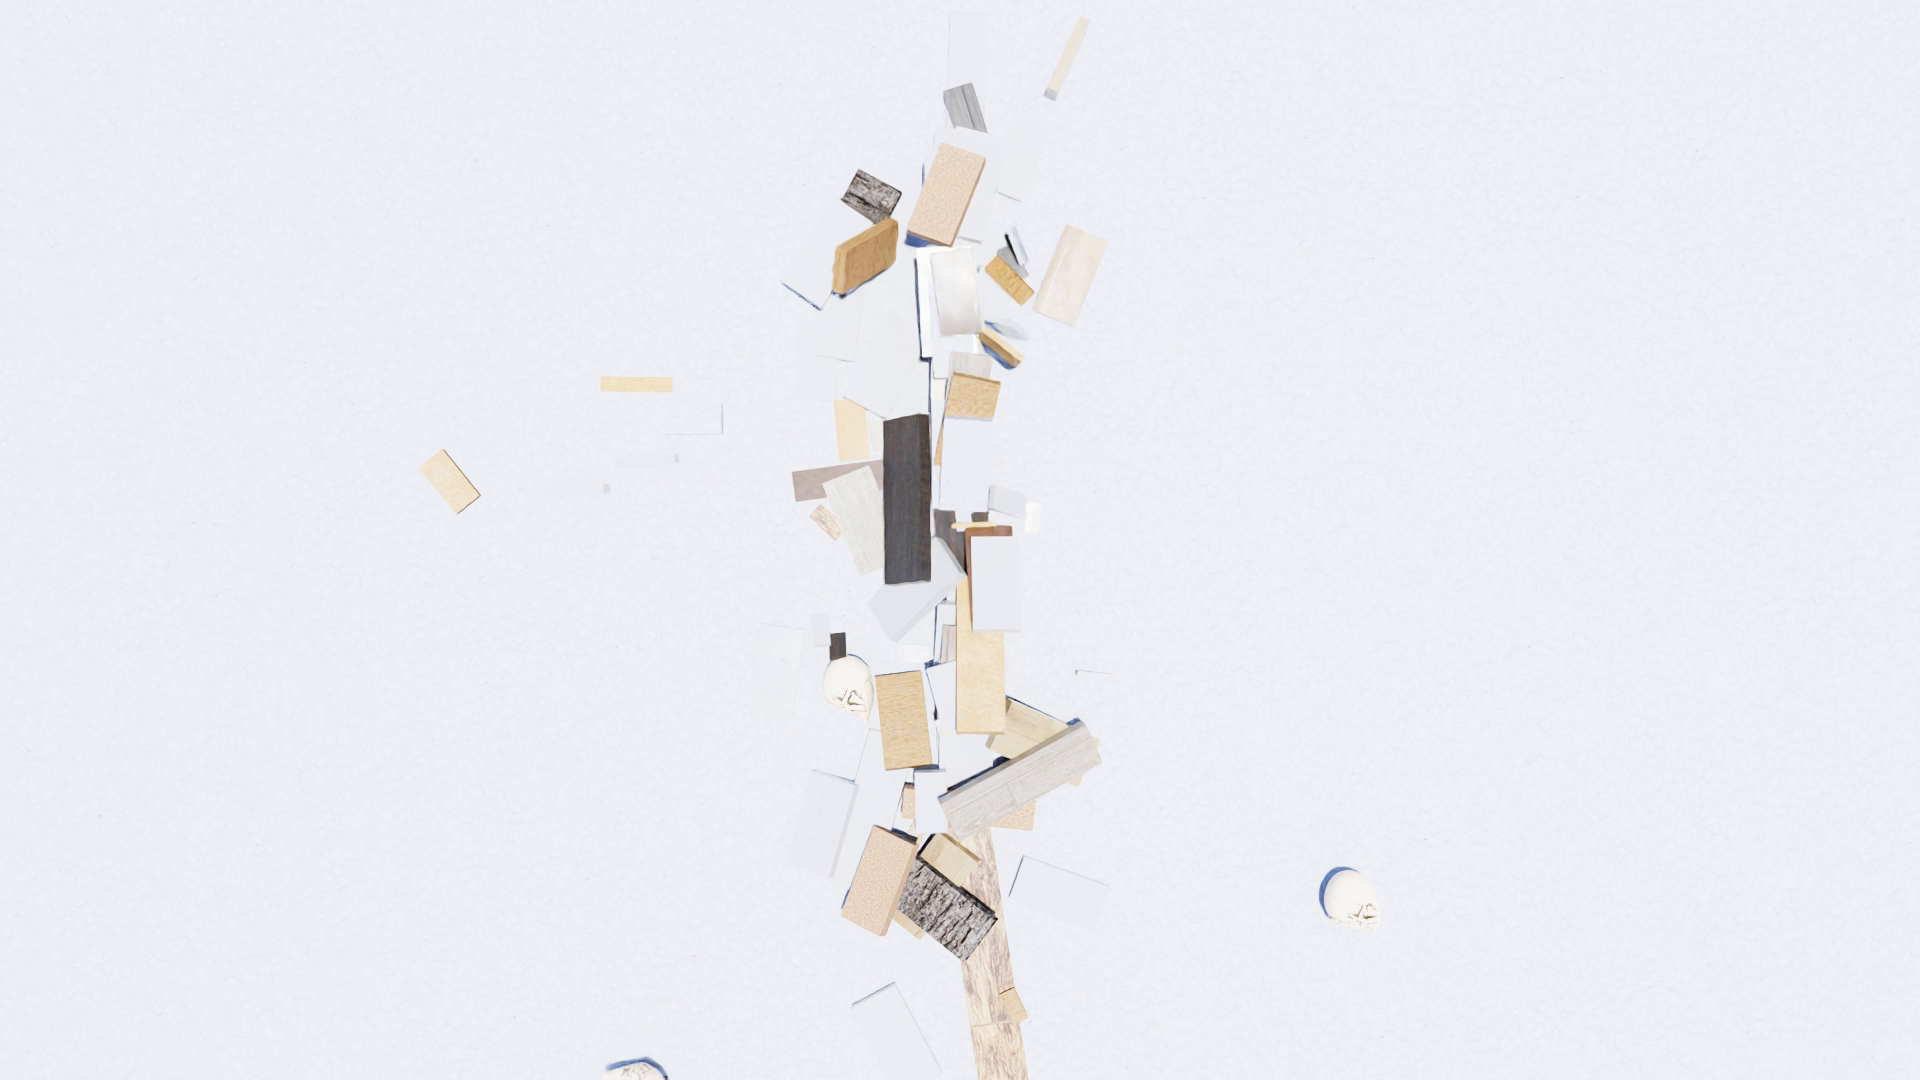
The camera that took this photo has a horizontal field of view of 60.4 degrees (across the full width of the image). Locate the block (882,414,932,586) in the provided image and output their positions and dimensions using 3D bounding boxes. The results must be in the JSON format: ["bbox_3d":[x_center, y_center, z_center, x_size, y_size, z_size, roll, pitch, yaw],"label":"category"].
[{"bbox_3d":[-0.174,-0.130,5.378,0.166,0.047,0.547,-8,80,42],"label":"block"}]

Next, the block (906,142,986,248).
[{"bbox_3d":[-0.043,-1.096,5.242,0.152,0.043,0.303,21,87,9],"label":"block"}]

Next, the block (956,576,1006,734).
[{"bbox_3d":[0.065,0.365,5.281,0.152,0.043,0.517,1,70,-2],"label":"block"}]

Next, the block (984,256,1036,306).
[{"bbox_3d":[0.165,-0.861,5.472,0.177,0.018,0.062,46,113,1],"label":"block"}]

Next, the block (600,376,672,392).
[{"bbox_3d":[-1.077,-0.518,5.493,0.238,0.014,0.050,1,90,0],"label":"block"}]

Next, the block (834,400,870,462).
[{"bbox_3d":[-0.360,-0.366,5.486,0.102,0.029,0.203,-6,90,0],"label":"block"}]

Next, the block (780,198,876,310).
[{"bbox_3d":[-0.430,-0.936,5.393,0.162,0.046,0.324,35,89,0],"label":"block"}]

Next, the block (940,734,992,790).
[{"bbox_3d":[0.020,0.742,5.437,0.174,0.049,0.347,0,103,0],"label":"block"}]

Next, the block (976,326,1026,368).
[{"bbox_3d":[0.131,-0.618,5.286,0.162,0.081,0.023,38,76,-5],"label":"block"}]

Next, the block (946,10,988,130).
[{"bbox_3d":[0.017,-1.347,5.482,0.128,0.036,0.814,2,90,0],"label":"block"}]

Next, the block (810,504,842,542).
[{"bbox_3d":[-0.438,-0.059,5.491,0.122,0.017,0.061,43,90,0],"label":"block"}]

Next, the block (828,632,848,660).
[{"bbox_3d":[-0.404,0.351,5.451,0.057,0.113,0.016,-7,130,0],"label":"block"}]

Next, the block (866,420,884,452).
[{"bbox_3d":[-0.275,-0.347,5.493,0.050,0.014,0.100,-13,90,0],"label":"block"}]

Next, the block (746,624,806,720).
[{"bbox_3d":[-0.610,0.437,5.479,0.150,0.043,0.301,9,90,0],"label":"block"}]

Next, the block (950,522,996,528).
[{"bbox_3d":[0.041,-0.049,5.355,0.145,0.050,0.014,-2,91,-11],"label":"block"}]

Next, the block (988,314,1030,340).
[{"bbox_3d":[0.162,-0.694,5.391,0.081,0.162,0.023,15,85,25],"label":"block"}]

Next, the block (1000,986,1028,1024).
[{"bbox_3d":[0.178,1.538,5.445,0.055,0.016,0.110,-26,90,0],"label":"block"}]

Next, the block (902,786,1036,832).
[{"bbox_3d":[0.029,0.883,5.427,0.434,0.029,0.103,6,101,-1],"label":"block"}]

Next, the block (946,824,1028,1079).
[{"bbox_3d":[0.095,1.462,5.477,0.165,0.047,1.077,-9,90,0],"label":"block"}]

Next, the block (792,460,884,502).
[{"bbox_3d":[-0.351,-0.204,5.486,0.408,0.029,0.102,-8,90,0],"label":"block"}]

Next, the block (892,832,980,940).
[{"bbox_3d":[-0.098,1.137,5.442,0.165,0.047,0.330,37,98,8],"label":"block"}]

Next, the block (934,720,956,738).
[{"bbox_3d":[-0.013,0.590,5.312,0.122,0.017,0.061,-20,88,-1],"label":"block"}]

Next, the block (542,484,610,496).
[{"bbox_3d":[-1.267,-0.167,5.451,0.198,0.099,0.028,-2,90,0],"label":"block"}]

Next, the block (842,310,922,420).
[{"bbox_3d":[-0.240,-0.578,5.461,0.162,0.046,0.324,28,84,0],"label":"block"}]

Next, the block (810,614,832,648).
[{"bbox_3d":[-0.462,0.300,5.466,0.057,0.016,0.113,-9,61,0],"label":"block"}]

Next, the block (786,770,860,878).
[{"bbox_3d":[-0.453,0.939,5.453,0.158,0.045,0.317,16,90,19],"label":"block"}]

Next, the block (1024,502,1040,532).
[{"bbox_3d":[0.242,-0.076,5.493,0.049,0.014,0.099,2,90,0],"label":"block"}]

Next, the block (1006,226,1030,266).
[{"bbox_3d":[0.191,-0.970,5.443,0.018,0.062,0.124,-18,103,22],"label":"block"}]

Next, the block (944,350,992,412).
[{"bbox_3d":[0.023,-0.460,5.239,0.132,0.037,0.264,6,104,0],"label":"block"}]

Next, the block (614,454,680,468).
[{"bbox_3d":[-1.034,-0.263,5.451,0.198,0.099,0.028,-4,90,0],"label":"block"}]

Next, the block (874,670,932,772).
[{"bbox_3d":[-0.186,0.596,5.436,0.155,0.044,0.310,-7,74,0],"label":"block"}]

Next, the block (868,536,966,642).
[{"bbox_3d":[-0.142,0.163,5.391,0.331,0.047,0.166,-44,56,16],"label":"block"}]

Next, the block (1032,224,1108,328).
[{"bbox_3d":[0.366,-0.877,5.479,0.152,0.043,0.303,22,90,0],"label":"block"}]

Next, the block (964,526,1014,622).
[{"bbox_3d":[0.101,0.109,5.328,0.155,0.044,0.311,-2,70,-3],"label":"block"}]

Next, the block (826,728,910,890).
[{"bbox_3d":[-0.292,0.902,5.468,0.158,0.045,0.528,16,90,7],"label":"block"}]

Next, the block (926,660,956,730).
[{"bbox_3d":[-0.031,0.501,5.299,0.103,0.029,0.206,-16,82,0],"label":"block"}]

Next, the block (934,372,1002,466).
[{"bbox_3d":[0.023,-0.369,5.211,0.152,0.043,0.304,12,113,-3],"label":"block"}]

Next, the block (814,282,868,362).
[{"bbox_3d":[-0.393,-0.731,5.444,0.132,0.037,0.264,10,90,0],"label":"block"}]

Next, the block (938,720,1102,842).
[{"bbox_3d":[0.198,0.784,5.367,0.539,0.043,0.150,-28,108,-9],"label":"block"}]

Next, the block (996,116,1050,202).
[{"bbox_3d":[0.191,-1.267,5.482,0.128,0.036,0.256,22,90,0],"label":"block"}]

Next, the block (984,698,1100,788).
[{"bbox_3d":[0.273,0.667,5.418,0.347,0.049,0.174,25,90,-20],"label":"block"}]
